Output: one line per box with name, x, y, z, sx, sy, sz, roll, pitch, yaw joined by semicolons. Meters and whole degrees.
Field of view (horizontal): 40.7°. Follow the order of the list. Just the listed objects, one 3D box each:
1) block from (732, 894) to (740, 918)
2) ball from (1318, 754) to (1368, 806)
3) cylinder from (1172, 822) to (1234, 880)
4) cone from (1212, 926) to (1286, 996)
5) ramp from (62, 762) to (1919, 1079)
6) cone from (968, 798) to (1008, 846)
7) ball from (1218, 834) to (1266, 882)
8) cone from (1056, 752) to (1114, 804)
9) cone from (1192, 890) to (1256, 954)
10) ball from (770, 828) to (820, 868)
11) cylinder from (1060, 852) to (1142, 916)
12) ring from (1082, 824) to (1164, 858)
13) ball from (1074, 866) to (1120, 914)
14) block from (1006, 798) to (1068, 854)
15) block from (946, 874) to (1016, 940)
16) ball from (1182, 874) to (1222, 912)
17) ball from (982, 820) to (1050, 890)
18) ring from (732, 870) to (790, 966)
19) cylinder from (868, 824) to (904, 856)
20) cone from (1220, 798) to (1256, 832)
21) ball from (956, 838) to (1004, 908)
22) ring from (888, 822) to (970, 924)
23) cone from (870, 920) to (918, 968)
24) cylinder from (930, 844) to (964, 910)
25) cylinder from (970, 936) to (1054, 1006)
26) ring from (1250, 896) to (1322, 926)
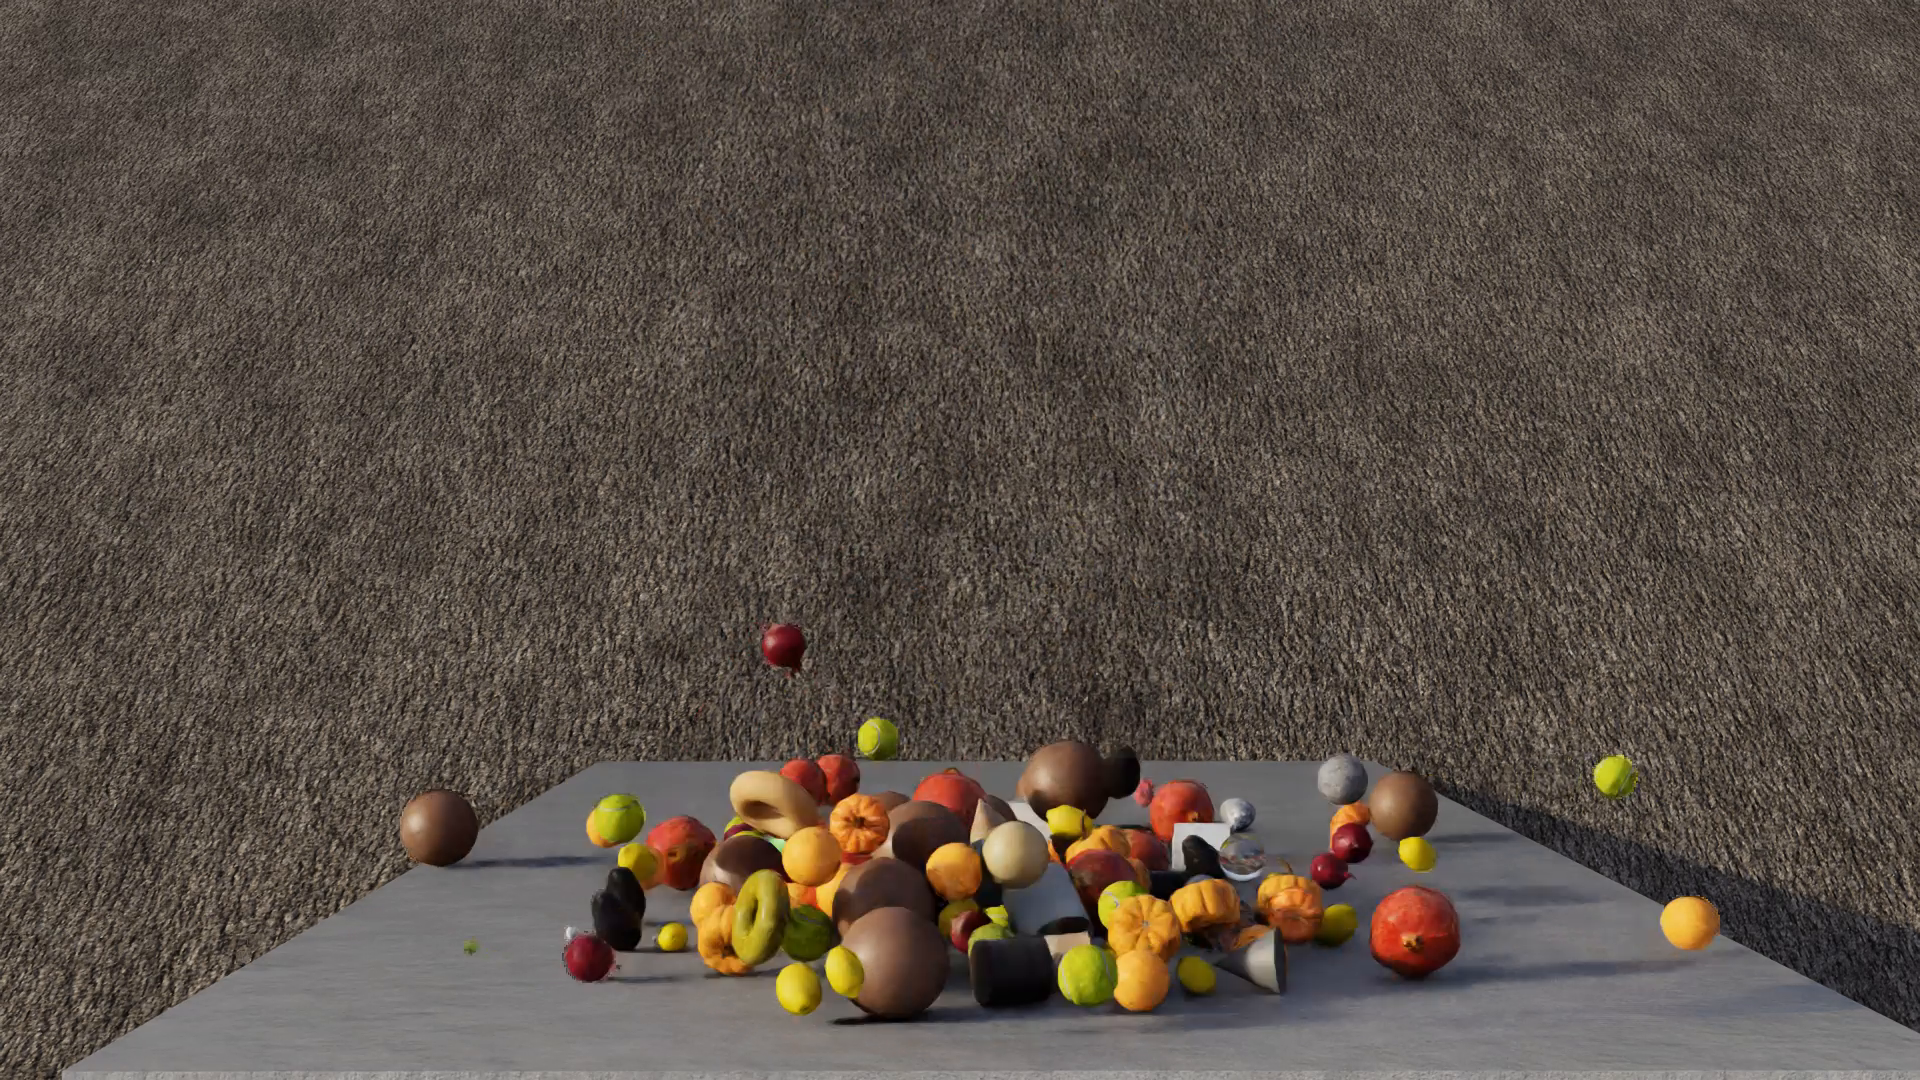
block;-0.276;0.513;3.502;0.055;0.055;0.055;7;63;-13
ball;0.666;0.418;4.508;0.088;0.088;0.088;0;31;0
cylinder;0.399;0.510;4.237;0.093;0.093;0.093;0;30;11
cone;0.347;0.513;3.141;0.083;0.083;0.083;-6;29;16
ramp;0.069;0.610;4.681;2.000;0.100;4.000;0;0;0
cone;0.038;0.390;3.577;0.087;0.087;0.087;-14;28;8
ball;0.397;0.447;3.644;0.066;0.066;0.066;0;31;0
cone;0.245;0.423;4.731;0.097;0.097;0.097;-15;34;-32
cone;0.338;0.533;3.513;0.092;0.092;0.092;15;56;-23
ball;-0.257;0.472;4.045;0.077;0.077;0.077;0;31;0
cylinder;0.207;0.510;3.830;0.093;0.093;0.093;0;28;-28
ring;0.290;0.536;4.598;0.147;0.049;0.147;1;0;0
ball;0.195;0.497;3.672;0.067;0.067;0.067;0;31;0
block;0.139;0.514;4.657;0.092;0.092;0.092;0;0;13
block;0.051;0.497;3.614;0.087;0.087;0.087;-24;11;-26
ball;0.361;0.526;3.855;0.059;0.059;0.059;0;31;0
ball;0.069;0.391;3.210;0.084;0.084;0.084;0;31;0
ring;-0.241;0.456;3.127;0.039;0.117;0.117;15;24;-25
cylinder;-0.130;0.528;4.552;0.052;0.052;0.052;11;29;-11
cone;0.531;0.546;4.989;0.071;0.071;0.071;7;28;11
ball;0.040;0.439;3.419;0.091;0.091;0.091;0;31;0
ring;-0.030;0.472;3.676;0.143;0.143;0.048;2;-13;4
cone;-0.068;0.531;3.301;0.070;0.070;0.070;-15;25;-24
cylinder;0.011;0.495;3.757;0.088;0.088;0.088;13;33;14
cylinder;0.061;0.511;3.075;0.077;0.077;0.077;-1;30;-19
ring;0.471;0.538;3.757;0.106;0.035;0.106;-1;0;0
